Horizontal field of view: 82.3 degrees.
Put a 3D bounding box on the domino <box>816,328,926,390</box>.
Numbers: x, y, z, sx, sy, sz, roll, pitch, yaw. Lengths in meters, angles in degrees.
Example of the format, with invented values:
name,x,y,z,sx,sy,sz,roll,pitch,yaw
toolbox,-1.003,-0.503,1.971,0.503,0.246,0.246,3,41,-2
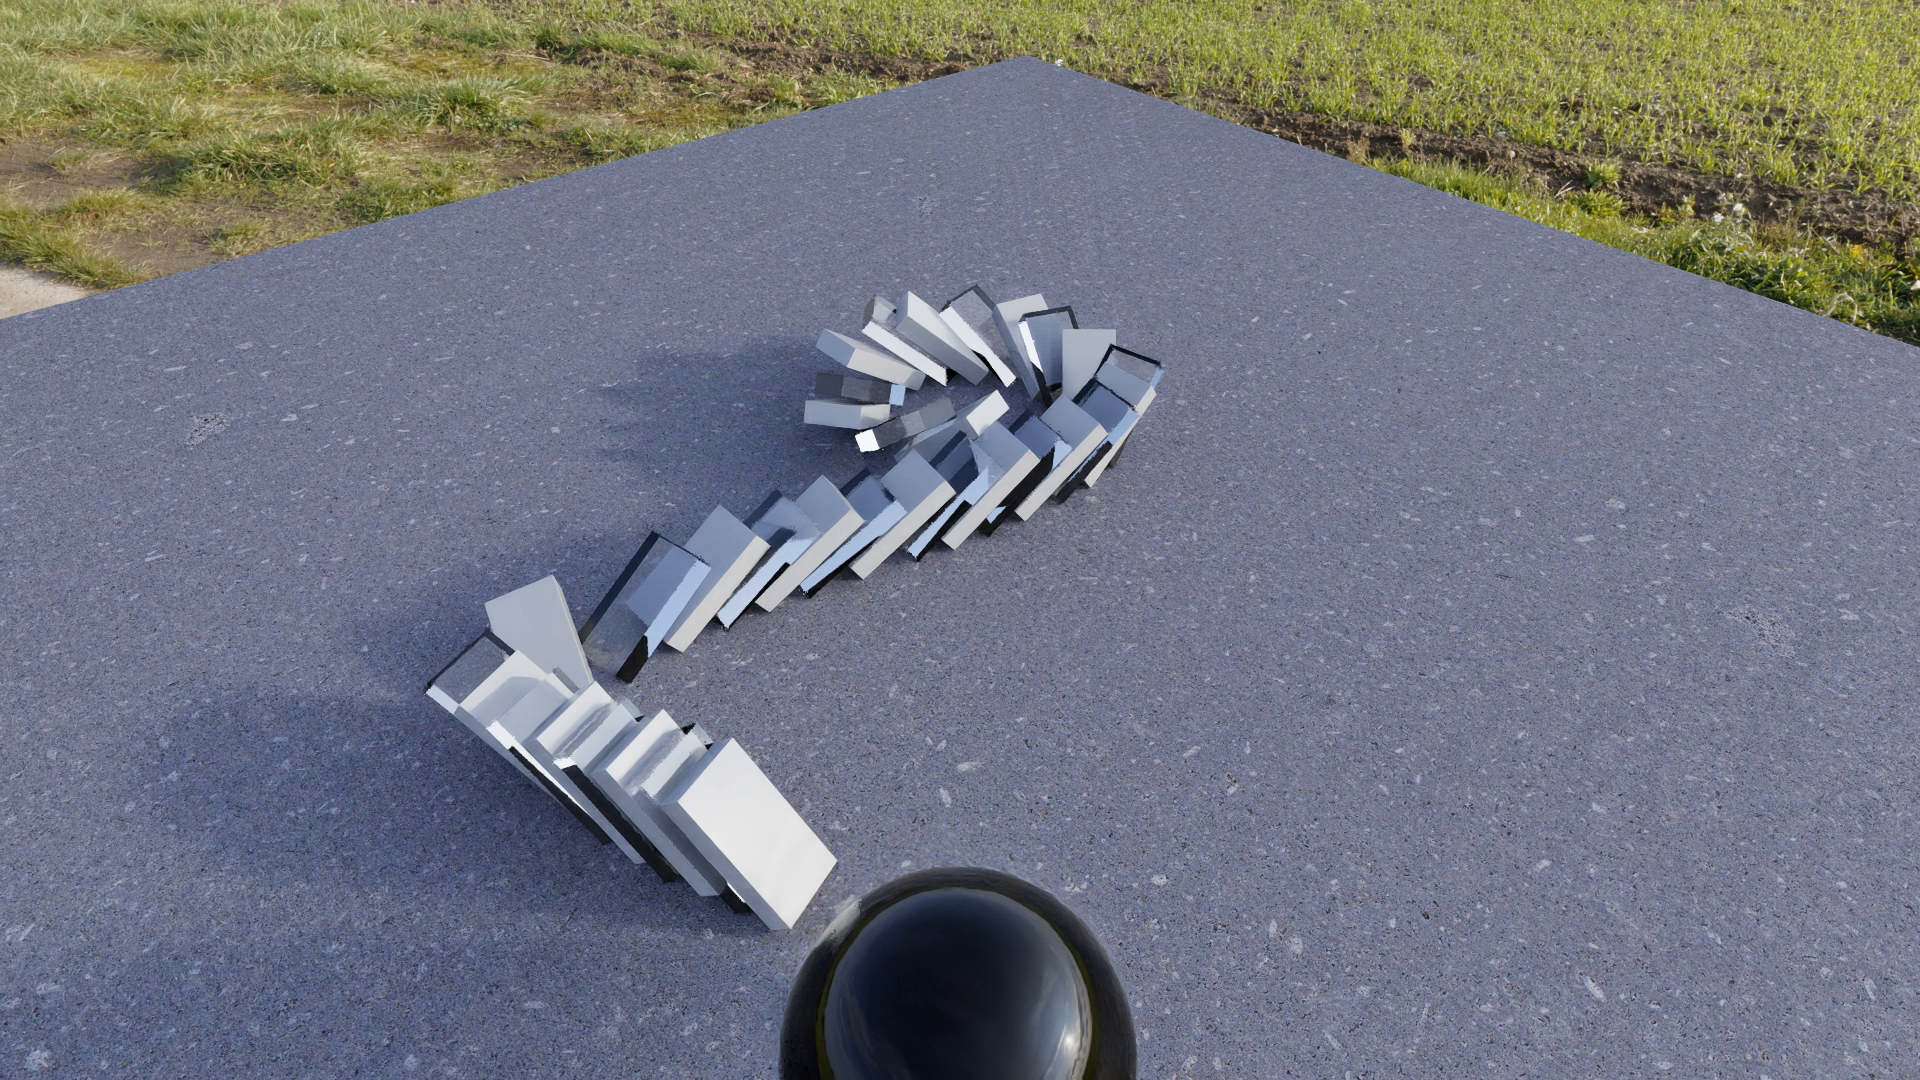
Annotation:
name,x,y,z,sx,sy,sz,roll,pitch,yaw
domino,-0.042,-0.086,0.527,0.025,0.010,0.050,36,16,36

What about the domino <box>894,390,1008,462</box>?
name,x,y,z,sx,sy,sz,roll,pitch,yaw
domino,-0.004,-0.046,0.476,0.050,0.009,0.025,-22,17,46

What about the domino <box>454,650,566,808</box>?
name,x,y,z,sx,sy,sz,roll,pitch,yaw
domino,-0.130,0.061,0.346,0.050,0.009,0.025,43,47,-7

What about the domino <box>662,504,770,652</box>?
name,x,y,z,sx,sy,sz,roll,pitch,yaw
domino,-0.096,0.014,0.406,0.025,0.009,0.050,35,83,35

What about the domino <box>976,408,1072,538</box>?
name,x,y,z,sx,sy,sz,roll,pitch,yaw
domino,0.020,-0.028,0.456,0.050,0.009,0.025,-47,49,3

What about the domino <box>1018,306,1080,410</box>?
name,x,y,z,sx,sy,sz,roll,pitch,yaw
domino,0.048,-0.086,0.527,0.025,0.009,0.050,-13,76,-16

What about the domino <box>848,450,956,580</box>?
name,x,y,z,sx,sy,sz,roll,pitch,yaw
domino,-0.028,-0.011,0.437,0.050,0.009,0.025,-43,49,-1

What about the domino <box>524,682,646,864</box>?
name,x,y,z,sx,sy,sz,roll,pitch,yaw
domino,-0.104,0.070,0.331,0.010,0.050,0.025,-23,21,42

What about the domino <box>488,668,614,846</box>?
name,x,y,z,sx,sy,sz,roll,pitch,yaw
domino,-0.116,0.066,0.338,0.050,0.010,0.025,49,46,-10

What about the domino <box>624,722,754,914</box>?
name,x,y,z,sx,sy,sz,roll,pitch,yaw
domino,-0.070,0.080,0.317,0.010,0.050,0.025,-21,21,42

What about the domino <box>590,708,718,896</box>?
name,x,y,z,sx,sy,sz,roll,pitch,yaw
domino,-0.081,0.077,0.322,0.010,0.050,0.025,-21,21,42

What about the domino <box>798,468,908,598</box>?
name,x,y,z,sx,sy,sz,roll,pitch,yaw
domino,-0.048,-0.003,0.429,0.050,0.009,0.025,-42,49,-3

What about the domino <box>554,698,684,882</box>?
name,x,y,z,sx,sy,sz,roll,pitch,yaw
domino,-0.093,0.074,0.325,0.010,0.050,0.025,-21,21,42

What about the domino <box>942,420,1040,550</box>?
name,x,y,z,sx,sy,sz,roll,pitch,yaw
domino,0.006,-0.023,0.449,0.050,0.009,0.025,-46,49,3

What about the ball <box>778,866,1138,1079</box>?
name,x,y,z,sx,sy,sz,roll,pitch,yaw
ball,0.000,0.115,0.248,0.080,0.080,0.080,0,39,0

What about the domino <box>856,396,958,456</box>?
name,x,y,z,sx,sy,sz,roll,pitch,yaw
domino,-0.024,-0.049,0.481,0.025,0.010,0.050,-24,6,-27

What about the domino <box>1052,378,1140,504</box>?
name,x,y,z,sx,sy,sz,roll,pitch,yaw
domino,0.050,-0.043,0.471,0.050,0.010,0.025,-49,58,2

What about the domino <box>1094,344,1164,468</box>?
name,x,y,z,sx,sy,sz,roll,pitch,yaw
domino,0.068,-0.060,0.493,0.025,0.010,0.050,26,85,23

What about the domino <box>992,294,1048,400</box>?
name,x,y,z,sx,sy,sz,roll,pitch,yaw
domino,0.038,-0.095,0.540,0.025,0.010,0.050,-18,74,-21

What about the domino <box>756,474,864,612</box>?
name,x,y,z,sx,sy,sz,roll,pitch,yaw
domino,-0.063,0.001,0.421,0.050,0.010,0.025,-44,49,1

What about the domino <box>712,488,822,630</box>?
name,x,y,z,sx,sy,sz,roll,pitch,yaw
domino,-0.078,0.007,0.414,0.050,0.010,0.025,-46,49,-1

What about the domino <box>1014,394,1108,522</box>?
name,x,y,z,sx,sy,sz,roll,pitch,yaw
domino,0.035,-0.035,0.463,0.050,0.009,0.025,-47,52,3

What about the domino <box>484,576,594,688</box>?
name,x,y,z,sx,sy,sz,roll,pitch,yaw
domino,-0.147,0.038,0.385,0.025,0.010,0.050,-24,58,-13

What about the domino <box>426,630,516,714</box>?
name,x,y,z,sx,sy,sz,roll,pitch,yaw
domino,-0.143,0.055,0.356,0.050,0.010,0.025,40,47,-4

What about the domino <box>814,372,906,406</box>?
name,x,y,z,sx,sy,sz,roll,pitch,yaw
domino,-0.045,-0.070,0.508,0.025,0.009,0.050,12,8,14

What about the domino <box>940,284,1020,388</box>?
name,x,y,z,sx,sy,sz,roll,pitch,yaw
domino,0.016,-0.102,0.547,0.050,0.010,0.025,48,51,2

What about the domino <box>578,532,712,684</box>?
name,x,y,z,sx,sy,sz,roll,pitch,yaw
domino,-0.115,0.024,0.396,0.025,0.009,0.050,25,75,28

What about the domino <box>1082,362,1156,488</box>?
name,x,y,z,sx,sy,sz,roll,pitch,yaw
domino,0.060,-0.051,0.481,0.025,0.009,0.050,34,88,29

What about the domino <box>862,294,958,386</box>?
name,x,y,z,sx,sy,sz,roll,pitch,yaw
domino,-0.024,-0.099,0.541,0.050,0.009,0.025,30,33,-23

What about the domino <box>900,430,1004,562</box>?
name,x,y,z,sx,sy,sz,roll,pitch,yaw
domino,-0.008,-0.018,0.444,0.050,0.009,0.025,-46,49,3

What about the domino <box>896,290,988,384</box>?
name,x,y,z,sx,sy,sz,roll,pitch,yaw
domino,-0.009,-0.099,0.541,0.050,0.009,0.025,32,32,-24

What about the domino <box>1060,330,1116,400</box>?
name,x,y,z,sx,sy,sz,roll,pitch,yaw
domino,0.060,-0.073,0.513,0.025,0.009,0.050,1,73,1

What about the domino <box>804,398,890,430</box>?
name,x,y,z,sx,sy,sz,roll,pitch,yaw
domino,-0.050,-0.057,0.494,0.025,0.009,0.050,8,10,9

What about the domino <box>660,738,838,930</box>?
name,x,y,z,sx,sy,sz,roll,pitch,yaw
domino,-0.059,0.084,0.313,0.010,0.050,0.025,-21,21,42
